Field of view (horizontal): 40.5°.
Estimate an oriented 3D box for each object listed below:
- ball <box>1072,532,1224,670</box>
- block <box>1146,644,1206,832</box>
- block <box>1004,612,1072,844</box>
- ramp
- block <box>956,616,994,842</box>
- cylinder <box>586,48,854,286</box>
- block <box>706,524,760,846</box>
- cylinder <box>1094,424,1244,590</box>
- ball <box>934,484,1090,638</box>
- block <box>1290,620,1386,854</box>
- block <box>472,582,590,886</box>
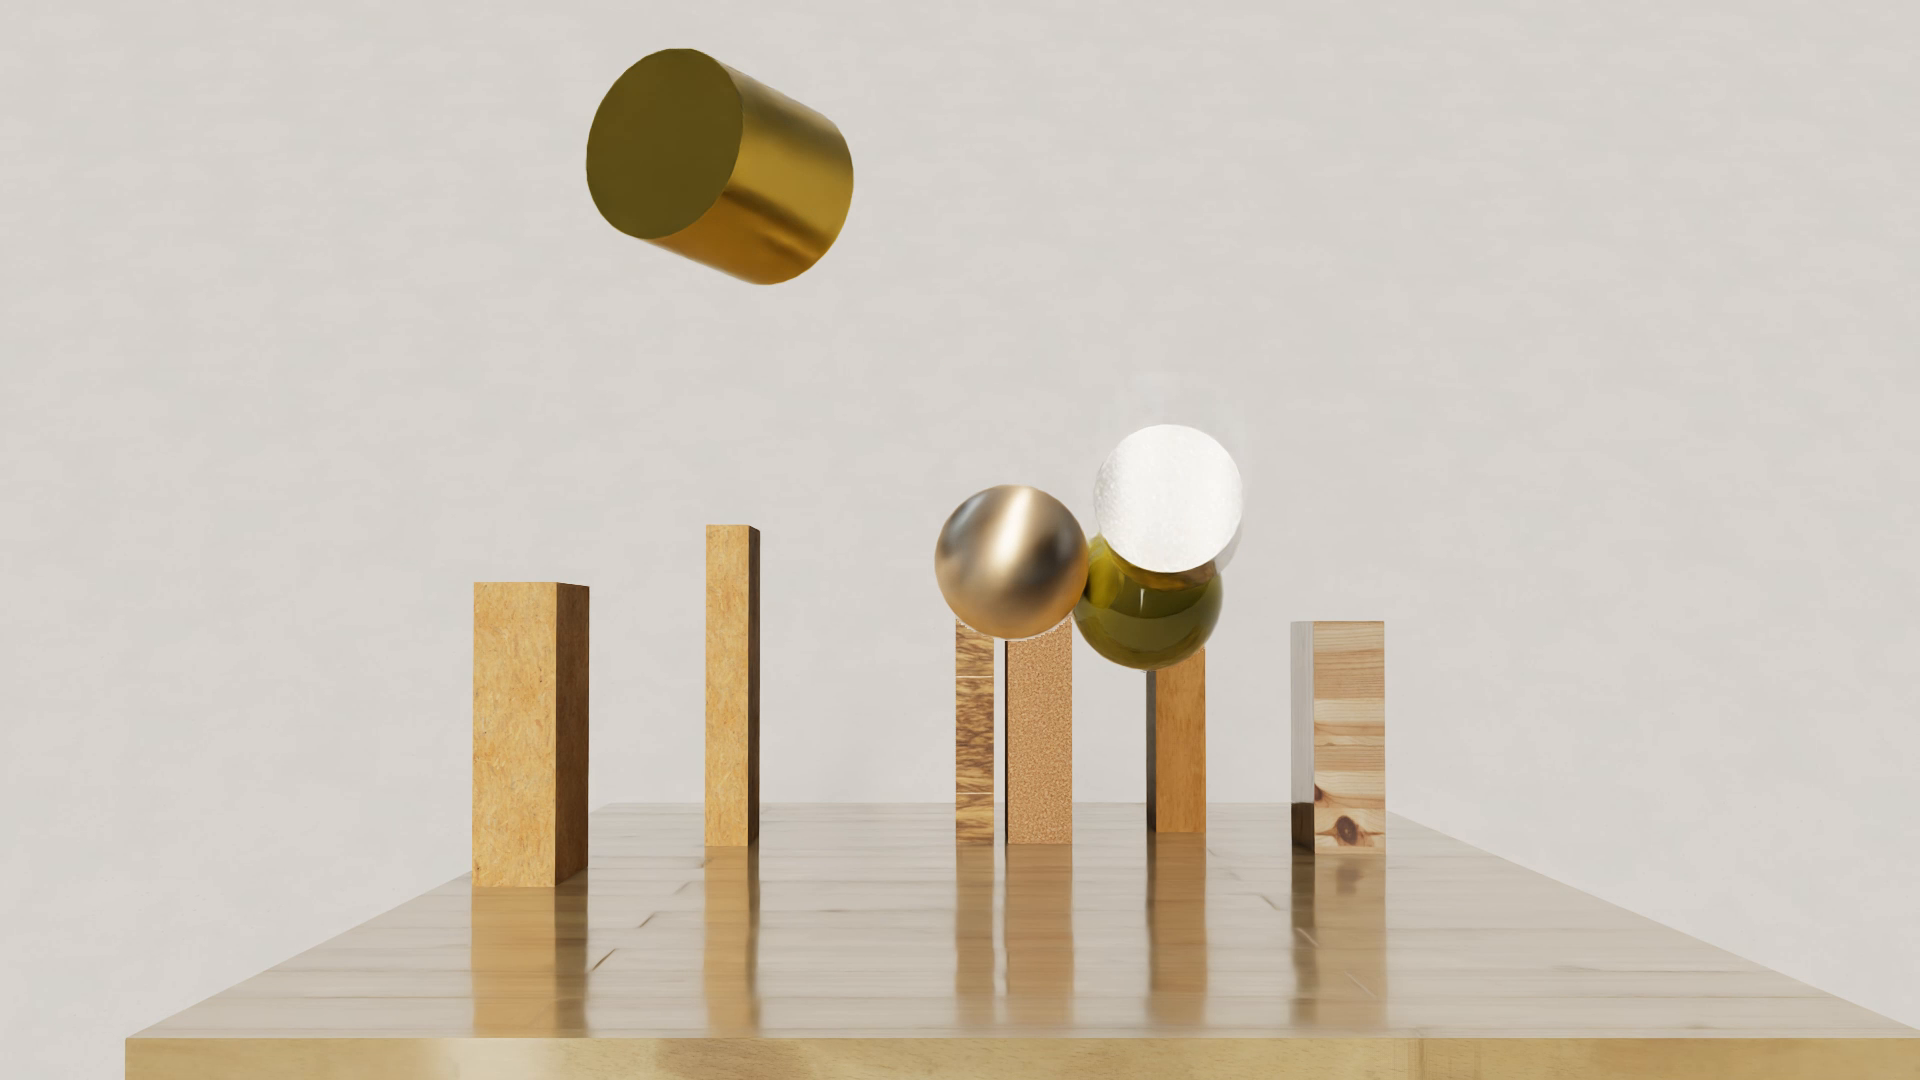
[{"bbox_3d":[0.206,0.058,2.879,0.172,0.172,0.172,0,36,0],"label":"ball"},{"bbox_3d":[0.497,0.370,6.001,0.112,0.584,0.310,0,-2,0],"label":"block"},{"bbox_3d":[0.171,0.402,5.752,0.136,0.502,0.439,0,-2,0],"label":"block"},{"bbox_3d":[0.079,0.671,4.865,2.000,0.100,4.000,0,-2,0],"label":"ramp"},{"bbox_3d":[0.032,0.377,5.737,0.082,0.552,0.318,0,-2,0],"label":"block"},{"bbox_3d":[-0.237,-0.368,2.584,0.190,0.190,0.190,27,6,32],"label":"cylinder"},{"bbox_3d":[-0.491,0.311,5.632,0.090,0.676,0.324,0,-2,0],"label":"block"},{"bbox_3d":[0.212,-0.031,2.623,0.147,0.147,0.147,5,-8,7],"label":"cylinder"},{"bbox_3d":[0.055,0.023,2.777,0.165,0.165,0.165,0,36,0],"label":"ball"},{"bbox_3d":[0.792,0.407,5.468,0.144,0.472,0.373,0,-2,0],"label":"block"},{"bbox_3d":[-0.788,0.350,4.800,0.147,0.537,0.413,0,-2,0],"label":"block"}]
